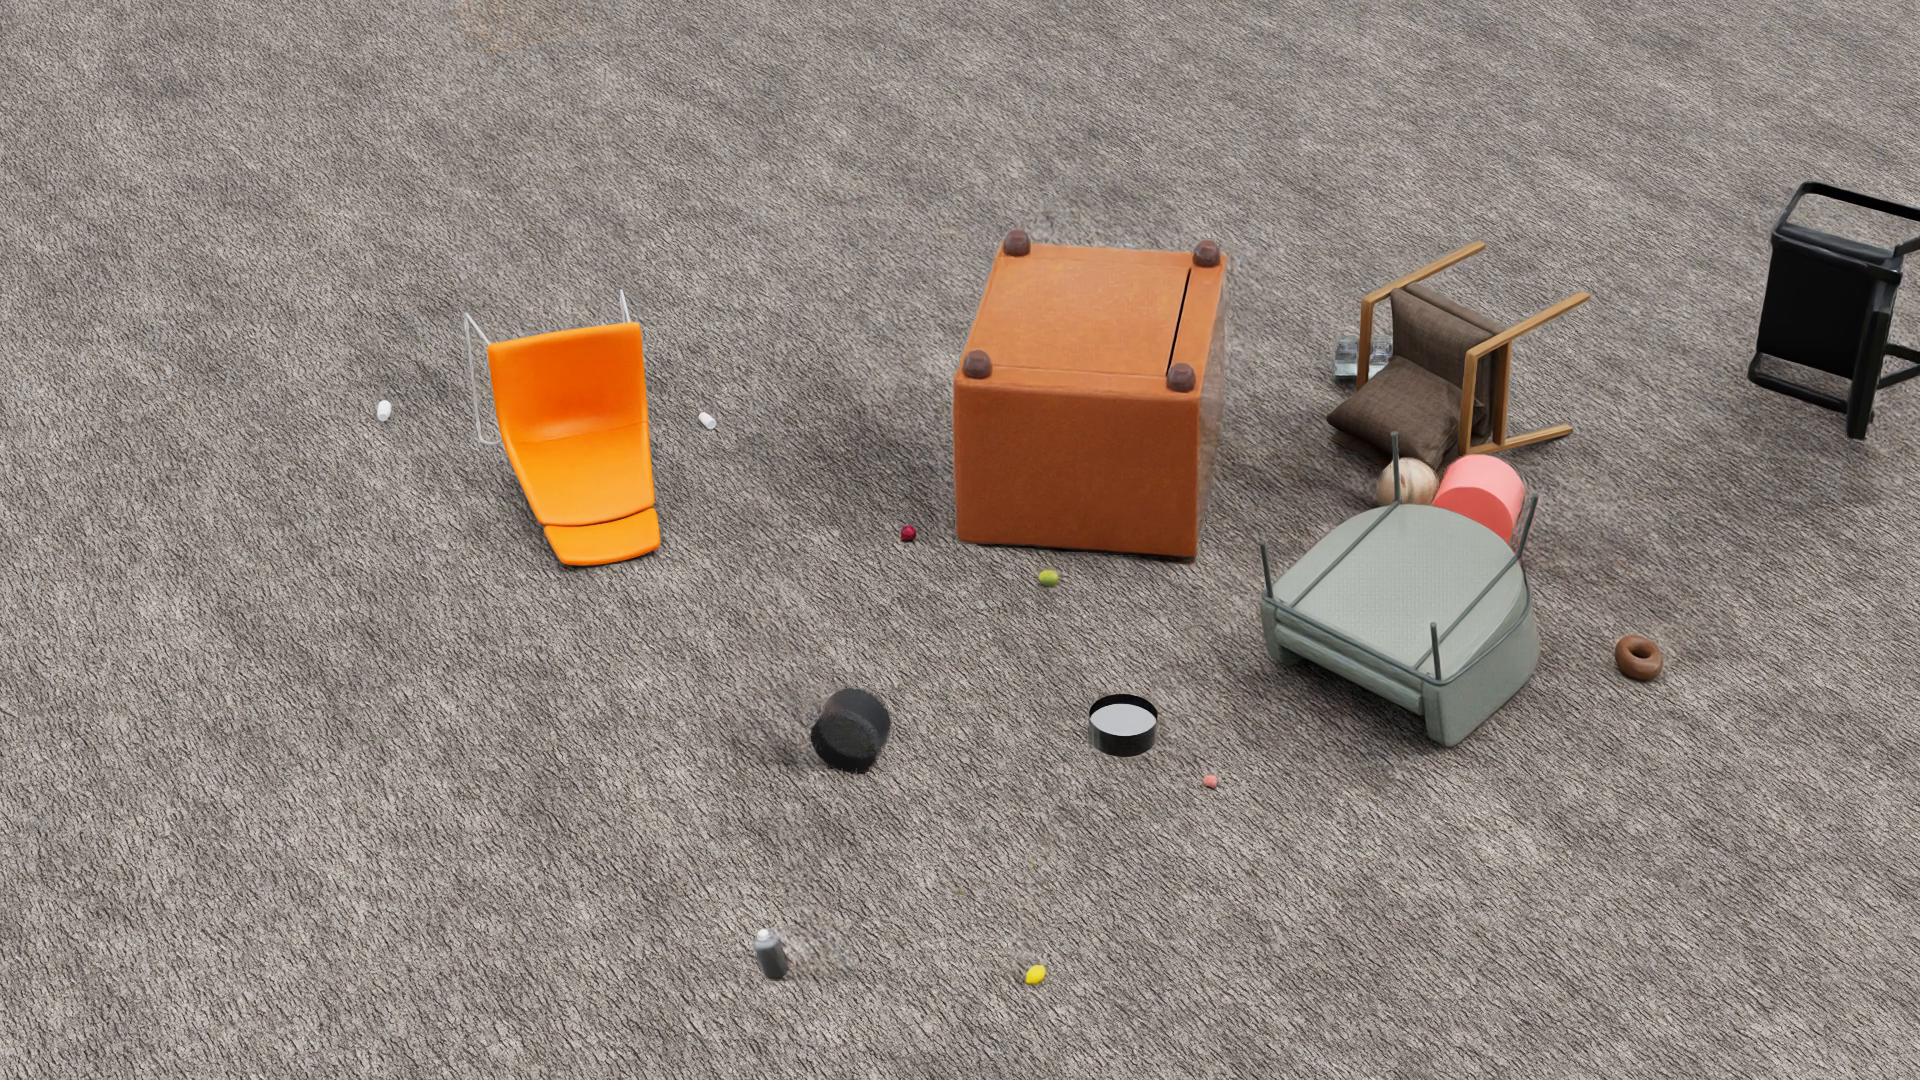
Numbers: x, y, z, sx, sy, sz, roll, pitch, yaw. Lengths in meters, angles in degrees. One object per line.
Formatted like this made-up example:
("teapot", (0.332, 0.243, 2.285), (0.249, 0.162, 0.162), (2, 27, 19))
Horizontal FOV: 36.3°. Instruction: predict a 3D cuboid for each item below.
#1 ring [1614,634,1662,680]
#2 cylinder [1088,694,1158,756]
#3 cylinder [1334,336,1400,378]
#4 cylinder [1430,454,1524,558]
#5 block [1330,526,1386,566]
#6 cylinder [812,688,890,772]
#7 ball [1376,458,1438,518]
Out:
("ring", (2.373, 0.411, 10.248), (0.157, 0.082, 0.213), (-7, 35, -8))
("cylinder", (0.551, 0.626, 9.913), (0.232, 0.089, 0.236), (2, 33, 3))
("cylinder", (1.654, -0.744, 11.930), (0.252, 0.152, 0.232), (3, 19, 4))
("cylinder", (1.915, -0.125, 10.857), (0.307, 0.306, 0.234), (42, 37, -8))
("block", (1.468, 0.022, 10.833), (0.178, 0.086, 0.113), (-4, 34, -6))
("cylinder", (-0.363, 0.634, 9.775), (0.235, 0.220, 0.160), (45, 35, -13))
("ball", (1.684, -0.197, 11.039), (0.226, 0.226, 0.226), (0, 33, 0))
